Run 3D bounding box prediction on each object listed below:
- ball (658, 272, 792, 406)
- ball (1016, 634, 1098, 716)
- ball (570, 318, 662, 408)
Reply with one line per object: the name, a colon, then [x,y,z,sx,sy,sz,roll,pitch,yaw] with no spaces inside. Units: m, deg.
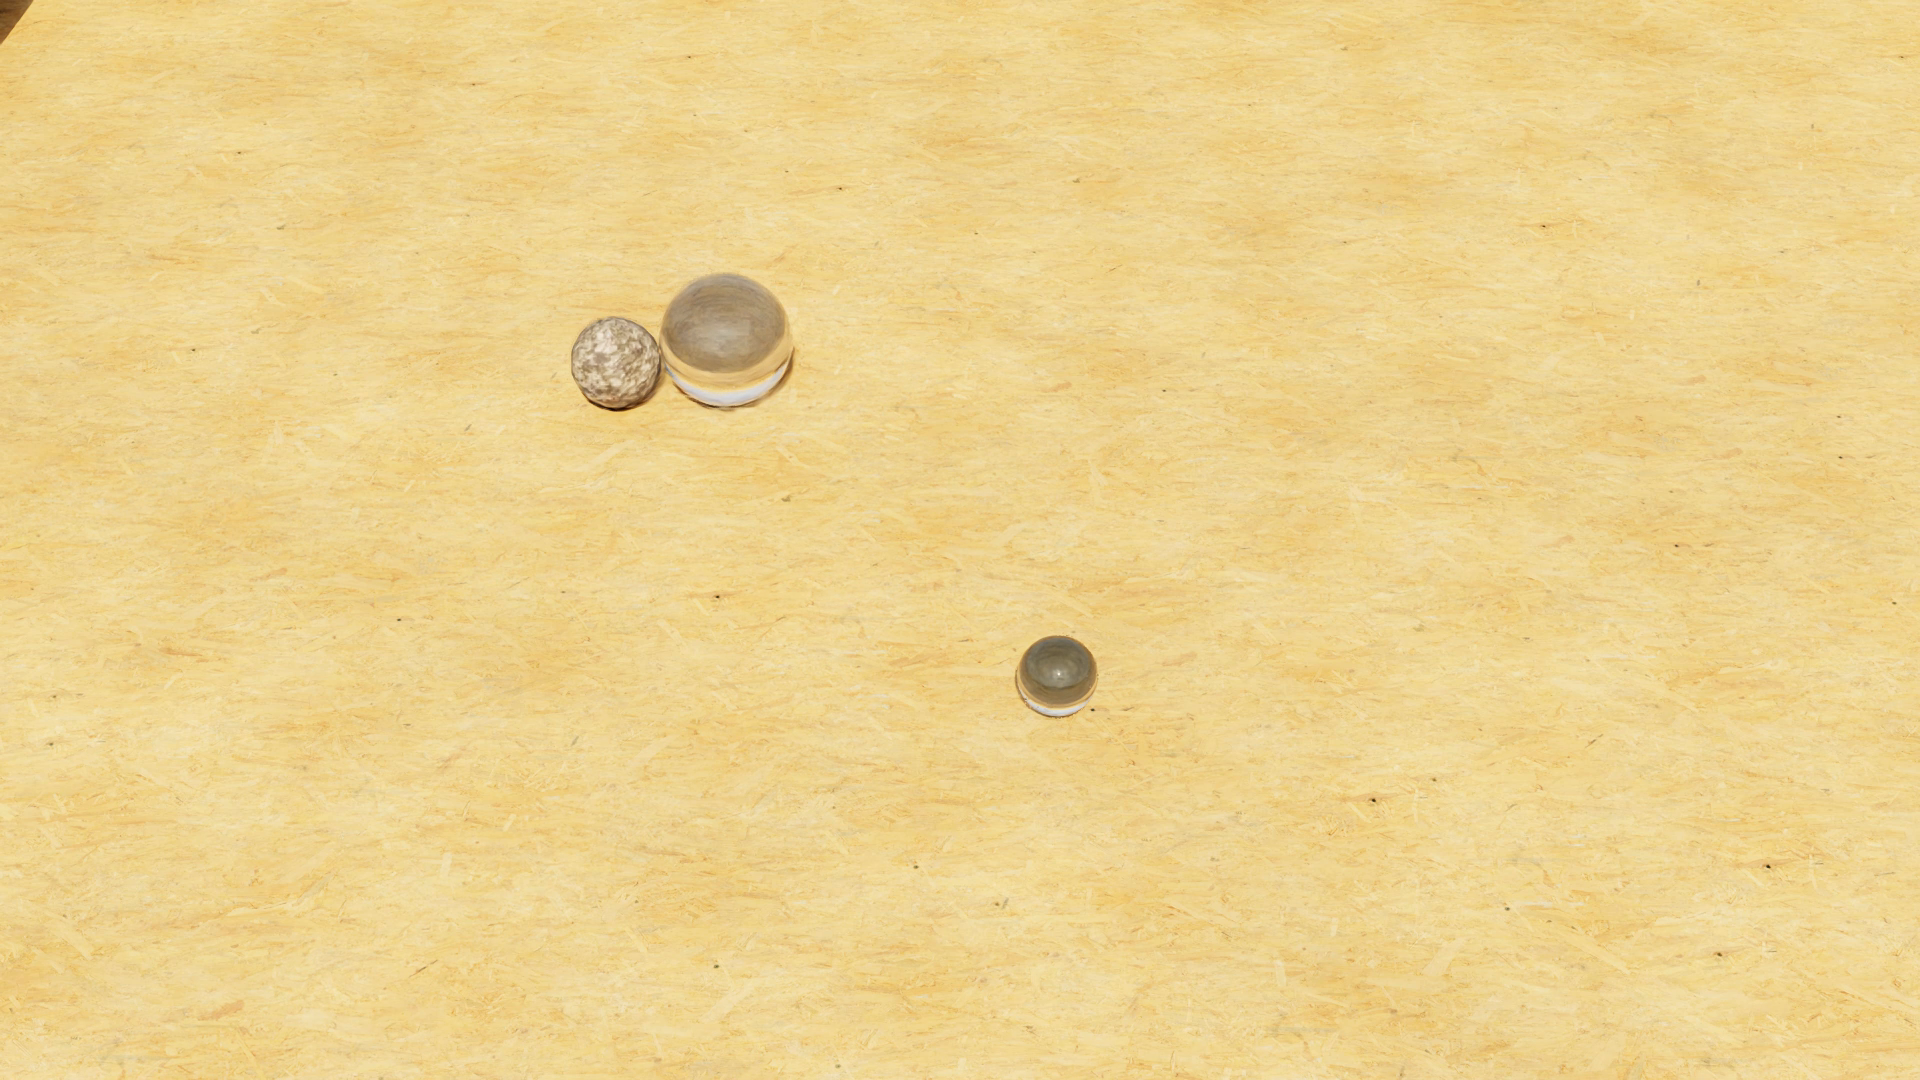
ball: [-0.166,-0.142,1.825,0.095,0.095,0.095,0,36,0]
ball: [0.059,0.082,1.556,0.050,0.050,0.050,0,36,0]
ball: [-0.245,-0.126,1.829,0.065,0.065,0.065,0,36,0]
